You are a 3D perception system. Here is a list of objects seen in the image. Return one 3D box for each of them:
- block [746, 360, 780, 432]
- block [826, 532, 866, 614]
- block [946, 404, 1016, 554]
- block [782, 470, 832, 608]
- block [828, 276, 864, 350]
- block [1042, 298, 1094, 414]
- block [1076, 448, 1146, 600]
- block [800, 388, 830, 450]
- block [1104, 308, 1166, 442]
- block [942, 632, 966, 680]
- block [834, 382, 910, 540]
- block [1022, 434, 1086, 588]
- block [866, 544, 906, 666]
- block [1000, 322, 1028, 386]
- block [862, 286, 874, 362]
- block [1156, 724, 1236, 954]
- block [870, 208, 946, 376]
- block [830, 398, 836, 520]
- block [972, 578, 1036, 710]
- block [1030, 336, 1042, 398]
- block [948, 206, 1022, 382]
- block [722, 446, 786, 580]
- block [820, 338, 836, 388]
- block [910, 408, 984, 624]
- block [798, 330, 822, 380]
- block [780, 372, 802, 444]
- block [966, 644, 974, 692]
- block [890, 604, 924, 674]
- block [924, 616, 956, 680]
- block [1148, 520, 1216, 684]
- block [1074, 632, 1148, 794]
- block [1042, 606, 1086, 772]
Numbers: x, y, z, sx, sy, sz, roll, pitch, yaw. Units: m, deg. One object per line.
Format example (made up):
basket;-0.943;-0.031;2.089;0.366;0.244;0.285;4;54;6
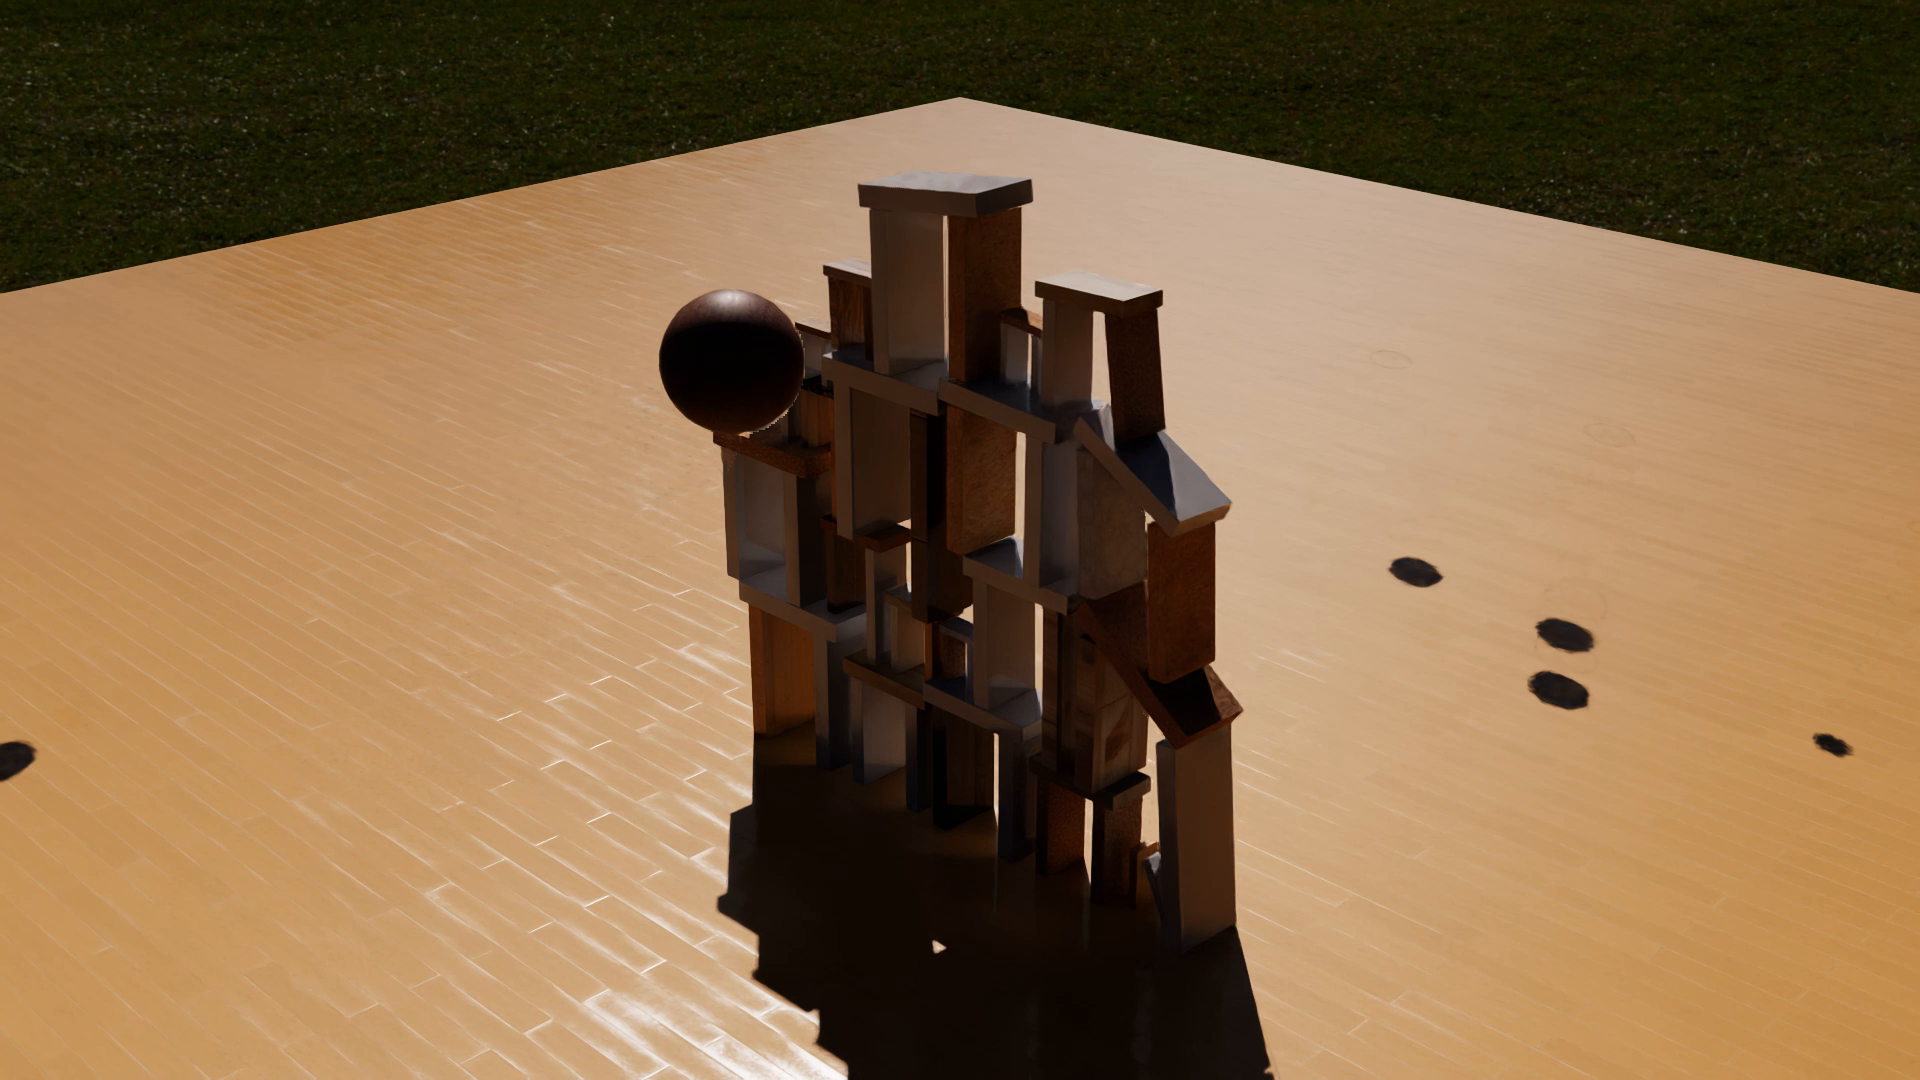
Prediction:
block;-0.400;-0.305;4.529;0.076;0.152;0.022;-21;31;-40
block;-0.232;0.055;4.504;0.089;0.177;0.025;-21;31;-41
block;0.040;-0.129;4.108;0.041;0.288;0.144;22;32;40
block;-0.292;-0.020;4.535;0.146;0.292;0.041;-21;31;-40
block;-0.219;-0.448;4.278;0.072;0.145;0.021;-21;29;-40
block;0.189;-0.334;3.875;0.029;0.203;0.102;20;29;41
block;0.271;-0.043;3.910;0.136;0.273;0.039;-21;27;-40
block;-0.290;-0.252;4.437;0.063;0.127;0.018;-21;31;-40
block;0.302;-0.288;3.779;0.102;0.221;0.029;-20;21;-40
block;-0.011;0.221;4.319;0.050;0.101;0.014;-22;32;-40
block;-0.171;-0.175;4.345;0.046;0.321;0.161;21;31;40
block;0.181;-0.069;3.990;0.144;0.288;0.041;-21;32;-40
block;-0.148;0.123;4.442;0.089;0.254;0.025;-21;31;-41
block;0.098;-0.340;3.980;0.057;0.113;0.016;-15;23;-42
block;-0.151;-0.422;4.213;0.072;0.145;0.021;-22;30;-40
block;0.429;0.534;3.980;0.153;0.405;0.043;-20;24;-40
block;-0.097;-0.479;4.127;0.148;0.315;0.042;-22;30;-40
block;-0.229;-0.168;4.407;0.018;0.258;0.063;21;31;41
block;0.085;0.181;4.206;0.037;0.265;0.132;20;31;41
block;0.151;-0.313;3.931;0.016;0.113;0.057;17;25;41
block;0.045;-0.450;3.988;0.042;0.297;0.148;19;28;40
block;-0.429;-0.074;4.662;0.146;0.292;0.041;-21;31;-40
block;-0.251;-0.357;4.347;0.014;0.101;0.050;21;31;41
block;-0.021;-0.065;4.227;0.161;0.432;0.046;-21;31;-40
block;-0.299;-0.375;4.391;0.014;0.101;0.050;21;31;41
block;-0.328;-0.277;4.463;0.076;0.152;0.022;-21;31;-40
block;0.037;0.240;4.275;0.050;0.101;0.014;-22;32;-40
block;-0.105;0.188;4.425;0.074;0.148;0.021;-21;31;-41
block;-0.036;0.215;4.362;0.074;0.148;0.021;-21;31;-40
block;0.387;0.093;3.835;0.136;0.289;0.039;-21;28;-41
block;0.282;0.299;4.039;0.153;0.307;0.043;-21;31;-41
block;0.212;0.259;4.105;0.037;0.329;0.132;21;30;41
